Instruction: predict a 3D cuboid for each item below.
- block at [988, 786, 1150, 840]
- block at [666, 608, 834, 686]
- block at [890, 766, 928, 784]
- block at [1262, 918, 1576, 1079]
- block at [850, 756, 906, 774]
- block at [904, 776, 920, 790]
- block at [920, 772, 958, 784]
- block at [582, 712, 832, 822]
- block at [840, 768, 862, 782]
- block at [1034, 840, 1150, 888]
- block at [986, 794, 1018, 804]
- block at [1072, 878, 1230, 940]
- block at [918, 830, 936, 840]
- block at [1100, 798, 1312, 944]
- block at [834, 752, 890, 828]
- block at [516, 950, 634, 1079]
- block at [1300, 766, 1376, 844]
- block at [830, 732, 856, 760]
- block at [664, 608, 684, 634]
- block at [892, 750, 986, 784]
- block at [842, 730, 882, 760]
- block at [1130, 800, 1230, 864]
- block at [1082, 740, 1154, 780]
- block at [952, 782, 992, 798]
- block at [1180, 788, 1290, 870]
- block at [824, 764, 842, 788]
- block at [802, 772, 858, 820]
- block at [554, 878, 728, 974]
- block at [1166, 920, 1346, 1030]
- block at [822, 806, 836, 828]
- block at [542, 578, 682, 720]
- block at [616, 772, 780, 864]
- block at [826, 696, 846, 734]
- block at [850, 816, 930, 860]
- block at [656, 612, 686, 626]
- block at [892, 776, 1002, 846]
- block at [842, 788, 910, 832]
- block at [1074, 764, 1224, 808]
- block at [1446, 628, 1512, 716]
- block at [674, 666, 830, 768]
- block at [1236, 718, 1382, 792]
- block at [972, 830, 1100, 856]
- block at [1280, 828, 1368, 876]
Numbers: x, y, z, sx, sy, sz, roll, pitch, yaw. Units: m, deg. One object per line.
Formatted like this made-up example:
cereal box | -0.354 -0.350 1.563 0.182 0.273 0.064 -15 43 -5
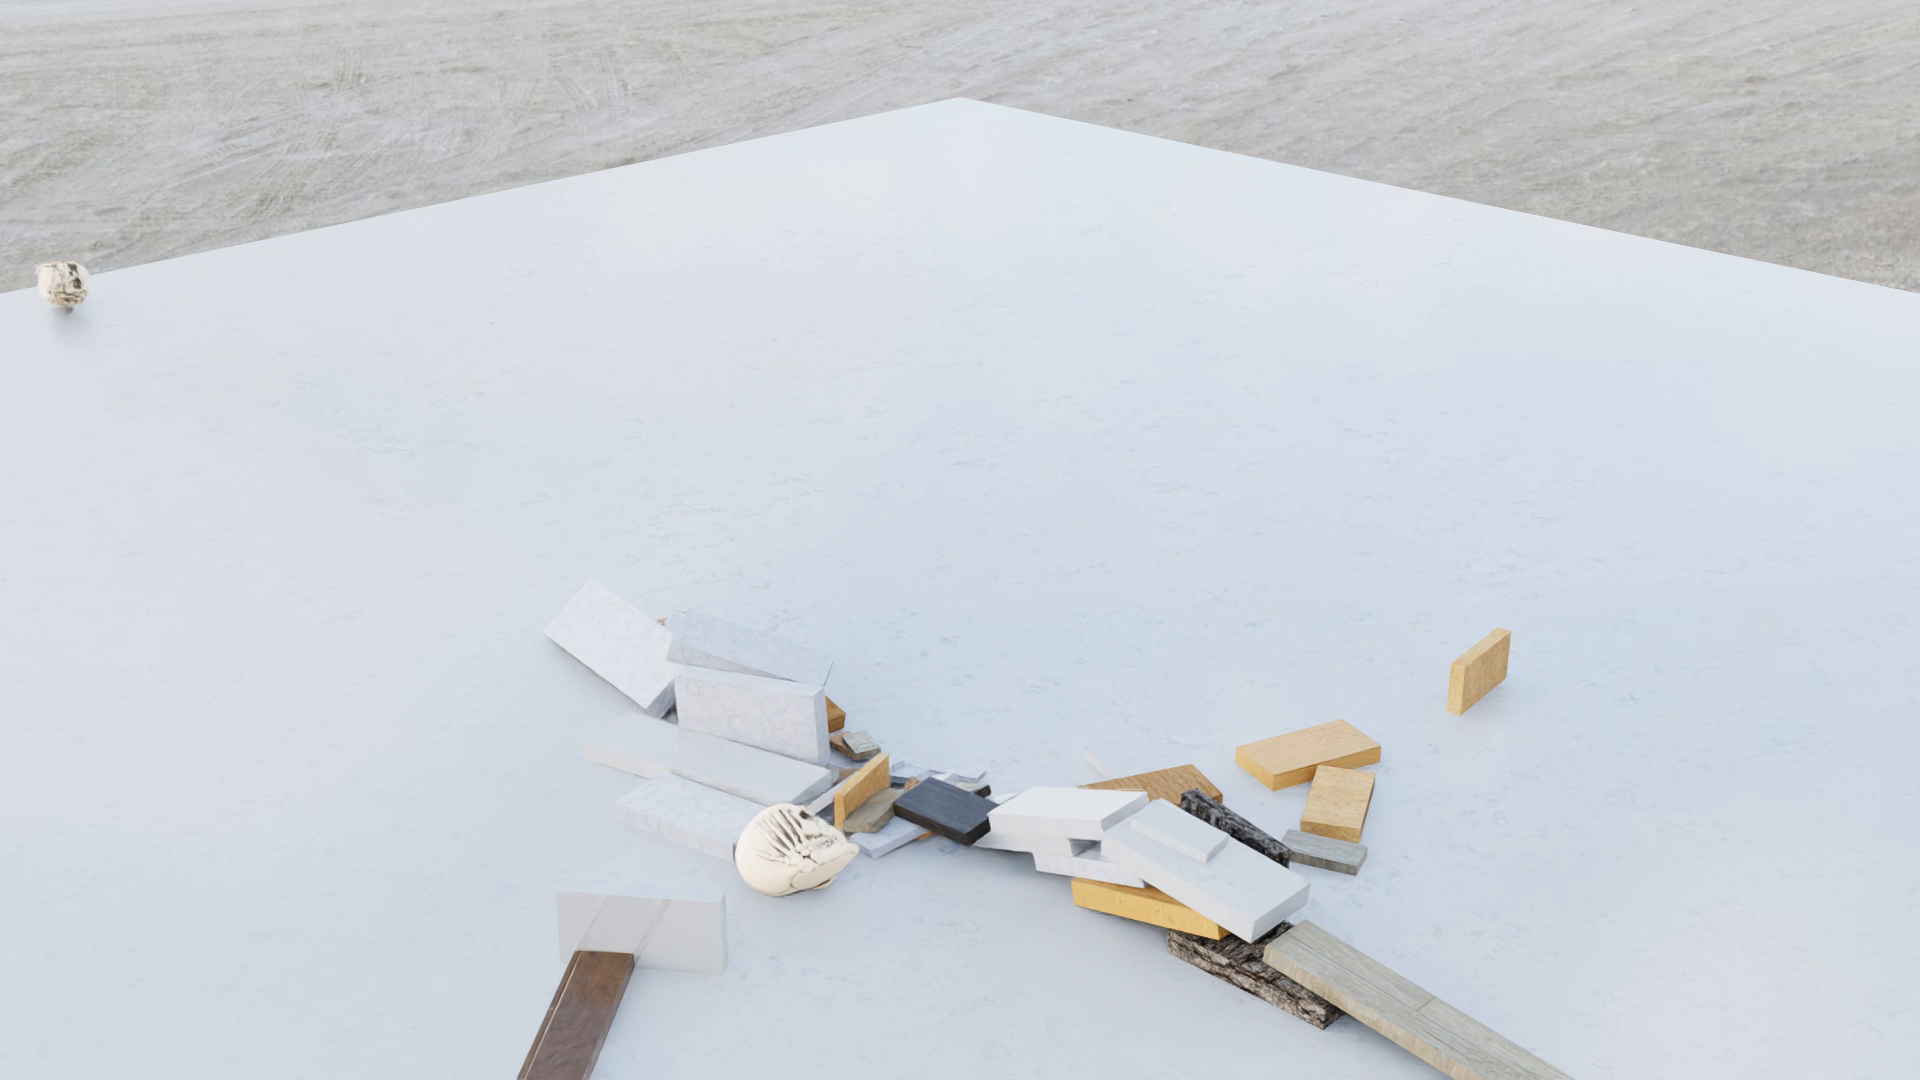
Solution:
block | 0.207 0.521 4.199 0.286 0.041 0.143 -3 14 44
block | -0.457 0.257 4.822 0.342 0.048 0.171 18 24 -1
block | -0.121 0.486 4.567 0.106 0.015 0.053 4 20 44
block | 0.770 0.810 3.724 0.550 0.034 0.118 28 35 36
block | -0.173 0.469 4.604 0.110 0.016 0.055 4 20 44
block | -0.079 0.524 4.461 0.015 0.053 0.106 35 -4 -41
block | -0.059 0.498 4.510 0.106 0.015 0.053 -14 7 45
block | -0.529 0.467 4.580 0.539 0.043 0.150 12 27 30
block | -0.201 0.493 4.536 0.094 0.047 0.013 -4 4 -8
block | 0.289 0.595 4.159 0.143 0.041 0.286 -21 14 -39
block | 0.045 0.534 4.405 0.072 0.020 0.143 -22 8 -42
block | 0.393 0.651 4.073 0.343 0.049 0.171 5 20 44
block | -0.089 0.567 4.406 0.047 0.013 0.098 -16 28 -33
block | 0.441 0.592 3.972 0.343 0.049 0.171 27 35 35
block | -0.196 0.505 4.437 0.021 0.075 0.192 10 25 25
block | -0.656 0.826 3.775 0.108 0.030 0.378 2 23 5
block | 0.767 0.534 4.459 0.118 0.034 0.237 7 24 16
block | -0.231 0.437 4.688 0.055 0.016 0.110 -18 21 -31
block | -0.622 0.206 4.985 0.131 0.066 0.019 23 -6 44
block | -0.048 0.477 4.617 0.204 0.015 0.051 9 25 20
block | -0.208 0.433 4.642 0.055 0.016 0.110 -13 19 -16
block | 0.400 0.531 4.005 0.161 0.023 0.081 22 32 30
block | 0.334 0.472 4.619 0.081 0.023 0.161 -11 26 -25
block | -0.013 0.515 4.466 0.143 0.020 0.072 -2 15 45
block | 0.519 0.593 4.186 0.039 0.137 0.275 -14 27 -31
block | -0.298 0.486 4.593 0.131 0.019 0.066 16 28 32
block | -0.257 0.514 4.431 0.075 0.021 0.149 -38 -4 25
block | -0.569 0.692 3.938 0.301 0.150 0.043 3 23 7
block | 0.559 0.749 3.933 0.343 0.049 0.171 21 30 40
block | -0.223 0.549 4.448 0.103 0.015 0.051 -15 27 -32
block | -0.766 0.244 5.007 0.171 0.048 0.492 -49 41 -12
block | -0.525 0.552 4.404 0.301 0.043 0.150 14 27 30
block | -0.396 0.342 4.825 0.143 0.041 0.286 -19 42 -37
block | -0.137 0.580 4.348 0.143 0.020 0.072 -23 31 -31
block | -0.614 0.248 5.020 0.143 0.041 0.286 -17 28 -34
block | -0.022 0.533 4.333 0.108 0.030 0.215 -31 31 -34
block | -0.165 0.541 4.400 0.075 0.021 0.149 -3 19 30
block | 0.349 0.532 4.458 0.339 0.039 0.137 -9 25 -20
block | 1.162 0.293 4.920 0.034 0.118 0.237 17 28 34
block | -0.439 0.373 4.632 0.342 0.171 0.048 7 23 26
block | 0.735 0.452 4.645 0.274 0.039 0.137 -11 26 -25
block | 0.159 0.559 4.279 0.143 0.041 0.286 -22 14 -41
block | 0.707 0.610 4.295 0.161 0.023 0.081 10 25 23
